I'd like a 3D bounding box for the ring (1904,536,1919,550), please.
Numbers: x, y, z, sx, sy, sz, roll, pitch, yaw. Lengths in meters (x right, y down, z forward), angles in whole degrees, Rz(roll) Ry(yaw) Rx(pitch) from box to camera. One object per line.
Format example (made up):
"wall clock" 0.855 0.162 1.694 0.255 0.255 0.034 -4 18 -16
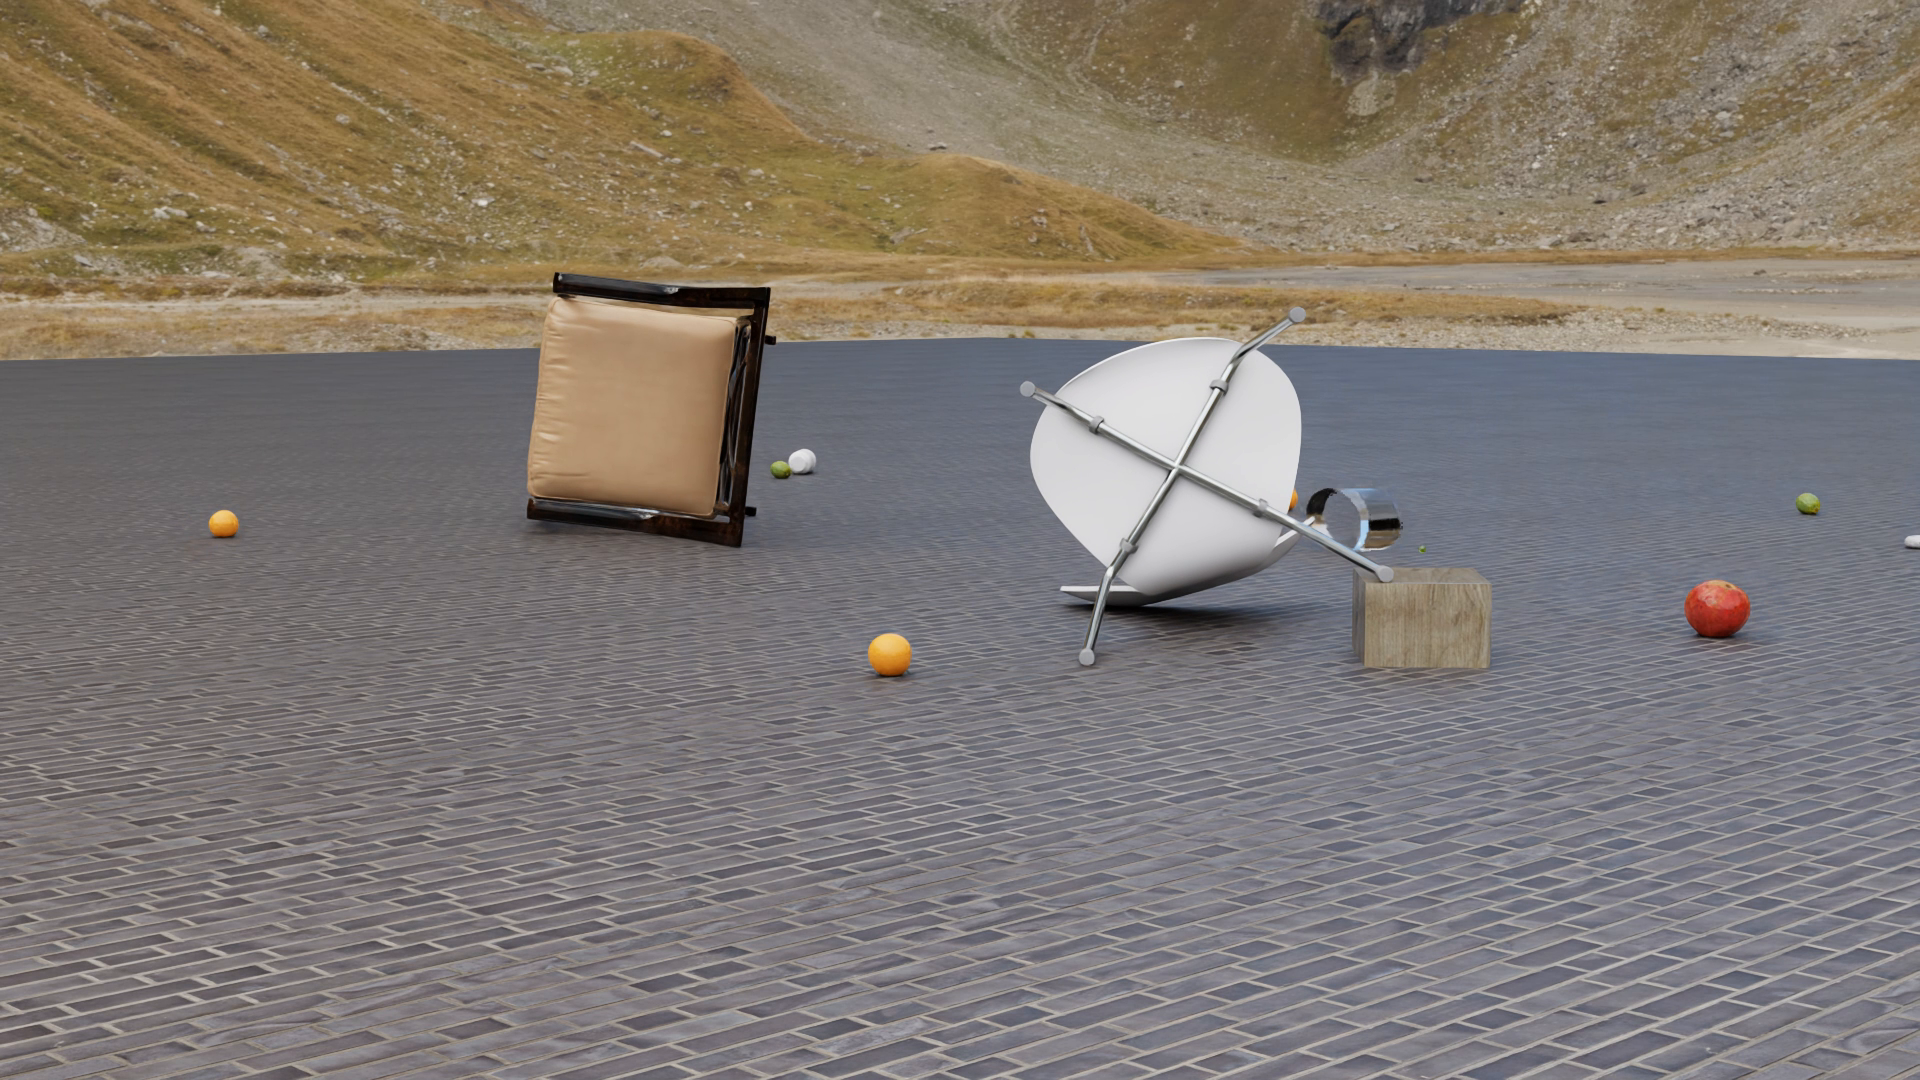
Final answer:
"ring" 2.338 0.006 6.217 0.089 0.029 0.116 -1 5 -4

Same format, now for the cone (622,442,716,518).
"cone" -0.807 -0.175 7.123 0.257 0.202 0.325 -2 6 -16

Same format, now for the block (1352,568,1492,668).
"block" 0.796 0.132 4.441 0.210 0.142 0.244 0 6 4

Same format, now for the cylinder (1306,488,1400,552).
"cylinder" 0.941 -0.049 6.150 0.112 0.149 0.224 -3 14 -28
